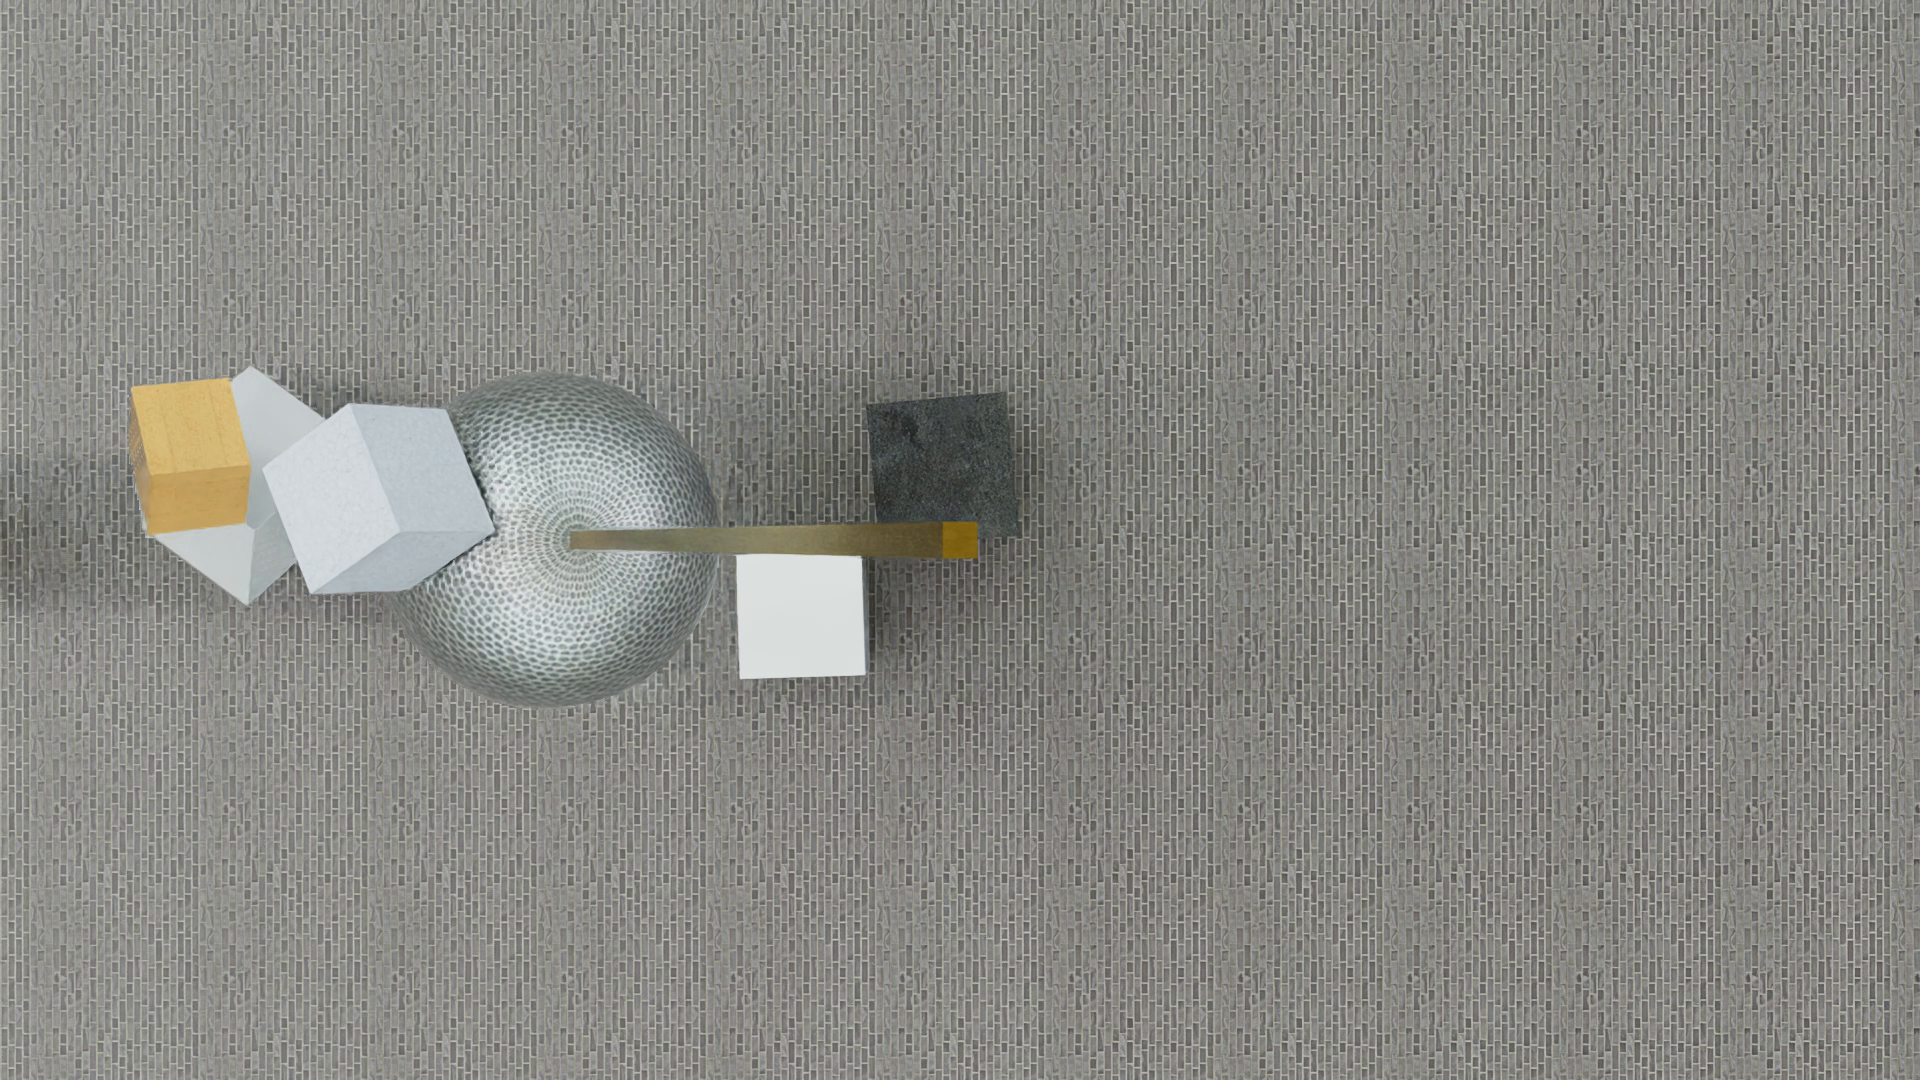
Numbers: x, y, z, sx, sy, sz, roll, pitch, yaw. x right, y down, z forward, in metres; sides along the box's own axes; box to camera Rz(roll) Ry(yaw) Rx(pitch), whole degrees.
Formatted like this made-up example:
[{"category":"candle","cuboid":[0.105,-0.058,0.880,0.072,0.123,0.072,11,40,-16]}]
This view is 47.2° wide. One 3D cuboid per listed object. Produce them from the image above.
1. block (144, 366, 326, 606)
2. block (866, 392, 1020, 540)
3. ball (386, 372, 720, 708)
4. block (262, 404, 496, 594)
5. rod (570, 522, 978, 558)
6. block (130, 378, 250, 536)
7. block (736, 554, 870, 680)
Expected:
[{"category":"block","cuboid":[-4.011,-0.307,12.411,0.759,0.767,0.822,35,52,5]},{"category":"block","cuboid":[-0.097,-0.392,12.652,0.787,0.695,0.808,-5,90,0]},{"category":"ball","cuboid":[-1.946,0.000,10.476,1.600,1.600,1.600,0,90,0]},{"category":"block","cuboid":[-2.518,-0.175,9.540,0.575,0.589,0.608,-31,76,26]},{"category":"rod","cuboid":[-0.843,0.000,7.260,0.080,5.200,0.080,0,90,-19]},{"category":"block","cuboid":[-4.076,-0.441,11.620,0.495,0.546,0.569,-8,59,-26]},{"category":"block","cuboid":[-0.894,0.420,12.663,0.703,0.673,0.696,-2,90,0]}]
